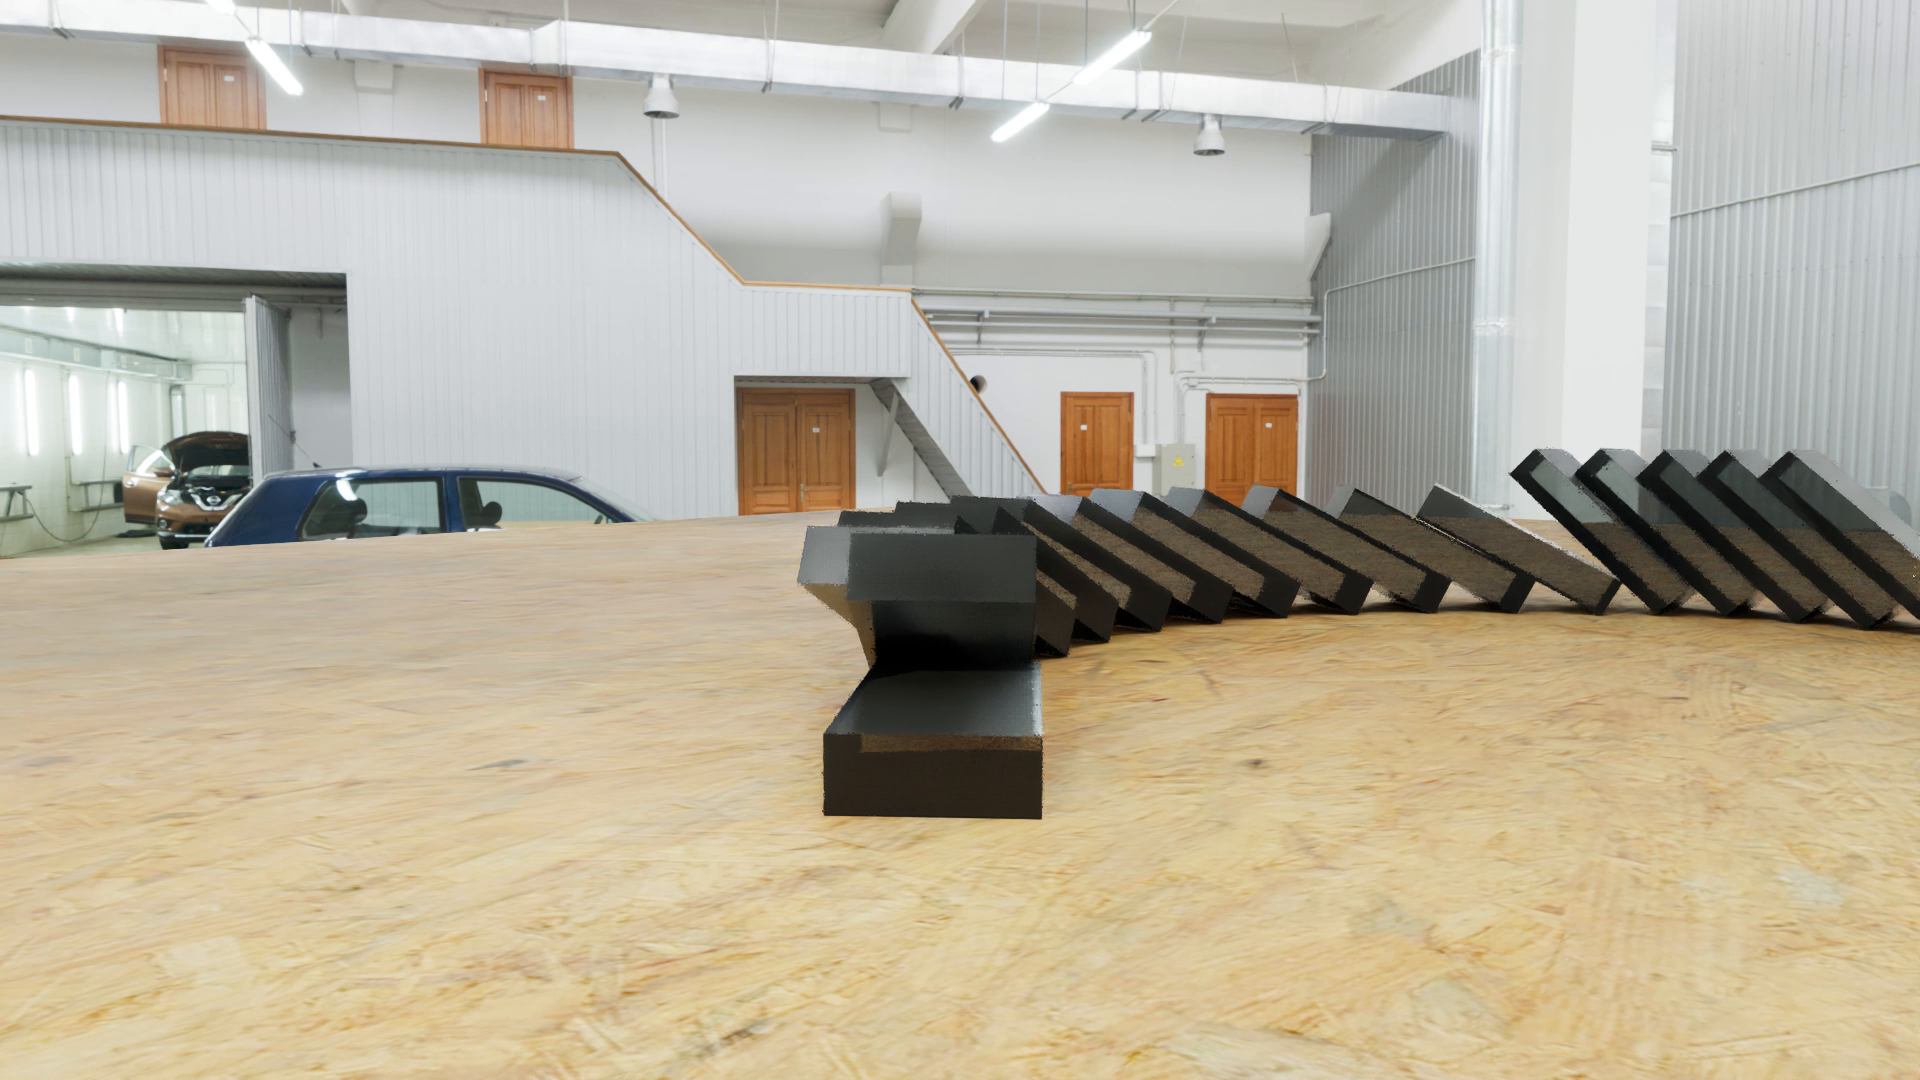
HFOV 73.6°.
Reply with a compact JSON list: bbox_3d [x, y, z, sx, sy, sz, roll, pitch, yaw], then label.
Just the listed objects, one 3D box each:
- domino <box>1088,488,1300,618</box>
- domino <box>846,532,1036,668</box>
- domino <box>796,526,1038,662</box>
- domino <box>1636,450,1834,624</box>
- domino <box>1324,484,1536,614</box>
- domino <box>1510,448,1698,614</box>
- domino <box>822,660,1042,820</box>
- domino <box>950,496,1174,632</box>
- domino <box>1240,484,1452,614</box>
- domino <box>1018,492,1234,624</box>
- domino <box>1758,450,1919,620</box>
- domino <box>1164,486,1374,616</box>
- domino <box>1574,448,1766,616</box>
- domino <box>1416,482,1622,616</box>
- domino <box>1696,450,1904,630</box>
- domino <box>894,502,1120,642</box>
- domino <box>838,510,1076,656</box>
[{"bbox_3d":[0.056,0.003,0.316,0.050,0.010,0.025,28,-7,-21],"label":"domino"},{"bbox_3d":[-0.002,0.013,0.194,0.025,0.010,0.050,1,-21,2],"label":"domino"},{"bbox_3d":[-0.006,0.011,0.221,0.025,0.010,0.050,2,-20,20],"label":"domino"},{"bbox_3d":[0.197,-0.002,0.322,0.025,0.009,0.050,-4,49,-44],"label":"domino"},{"bbox_3d":[0.121,0.002,0.335,0.050,0.009,0.025,28,7,4],"label":"domino"},{"bbox_3d":[0.169,-0.003,0.335,0.025,0.009,0.050,-4,49,-48],"label":"domino"},{"bbox_3d":[-0.002,0.025,0.171,0.025,0.010,0.050,0,4,3],"label":"domino"},{"bbox_3d":[0.022,0.006,0.286,0.050,0.009,0.025,31,-16,-37],"label":"domino"},{"bbox_3d":[0.099,0.002,0.332,0.050,0.009,0.025,27,3,-4],"label":"domino"},{"bbox_3d":[0.038,0.004,0.303,0.050,0.009,0.025,29,-11,-29],"label":"domino"},{"bbox_3d":[0.213,0.000,0.299,0.025,0.010,0.050,-4,49,-43],"label":"domino"},{"bbox_3d":[0.077,0.002,0.327,0.050,0.010,0.025,27,-1,-10],"label":"domino"},{"bbox_3d":[0.184,-0.003,0.330,0.025,0.009,0.050,-3,48,-45],"label":"domino"},{"bbox_3d":[0.145,0.001,0.335,0.050,0.009,0.025,31,14,16],"label":"domino"},{"bbox_3d":[0.205,-0.001,0.311,0.025,0.010,0.050,-4,49,-43],"label":"domino"},{"bbox_3d":[0.010,0.007,0.265,0.025,0.010,0.050,3,-21,38],"label":"domino"},{"bbox_3d":[0.000,0.009,0.245,0.025,0.010,0.050,3,-21,32],"label":"domino"}]
